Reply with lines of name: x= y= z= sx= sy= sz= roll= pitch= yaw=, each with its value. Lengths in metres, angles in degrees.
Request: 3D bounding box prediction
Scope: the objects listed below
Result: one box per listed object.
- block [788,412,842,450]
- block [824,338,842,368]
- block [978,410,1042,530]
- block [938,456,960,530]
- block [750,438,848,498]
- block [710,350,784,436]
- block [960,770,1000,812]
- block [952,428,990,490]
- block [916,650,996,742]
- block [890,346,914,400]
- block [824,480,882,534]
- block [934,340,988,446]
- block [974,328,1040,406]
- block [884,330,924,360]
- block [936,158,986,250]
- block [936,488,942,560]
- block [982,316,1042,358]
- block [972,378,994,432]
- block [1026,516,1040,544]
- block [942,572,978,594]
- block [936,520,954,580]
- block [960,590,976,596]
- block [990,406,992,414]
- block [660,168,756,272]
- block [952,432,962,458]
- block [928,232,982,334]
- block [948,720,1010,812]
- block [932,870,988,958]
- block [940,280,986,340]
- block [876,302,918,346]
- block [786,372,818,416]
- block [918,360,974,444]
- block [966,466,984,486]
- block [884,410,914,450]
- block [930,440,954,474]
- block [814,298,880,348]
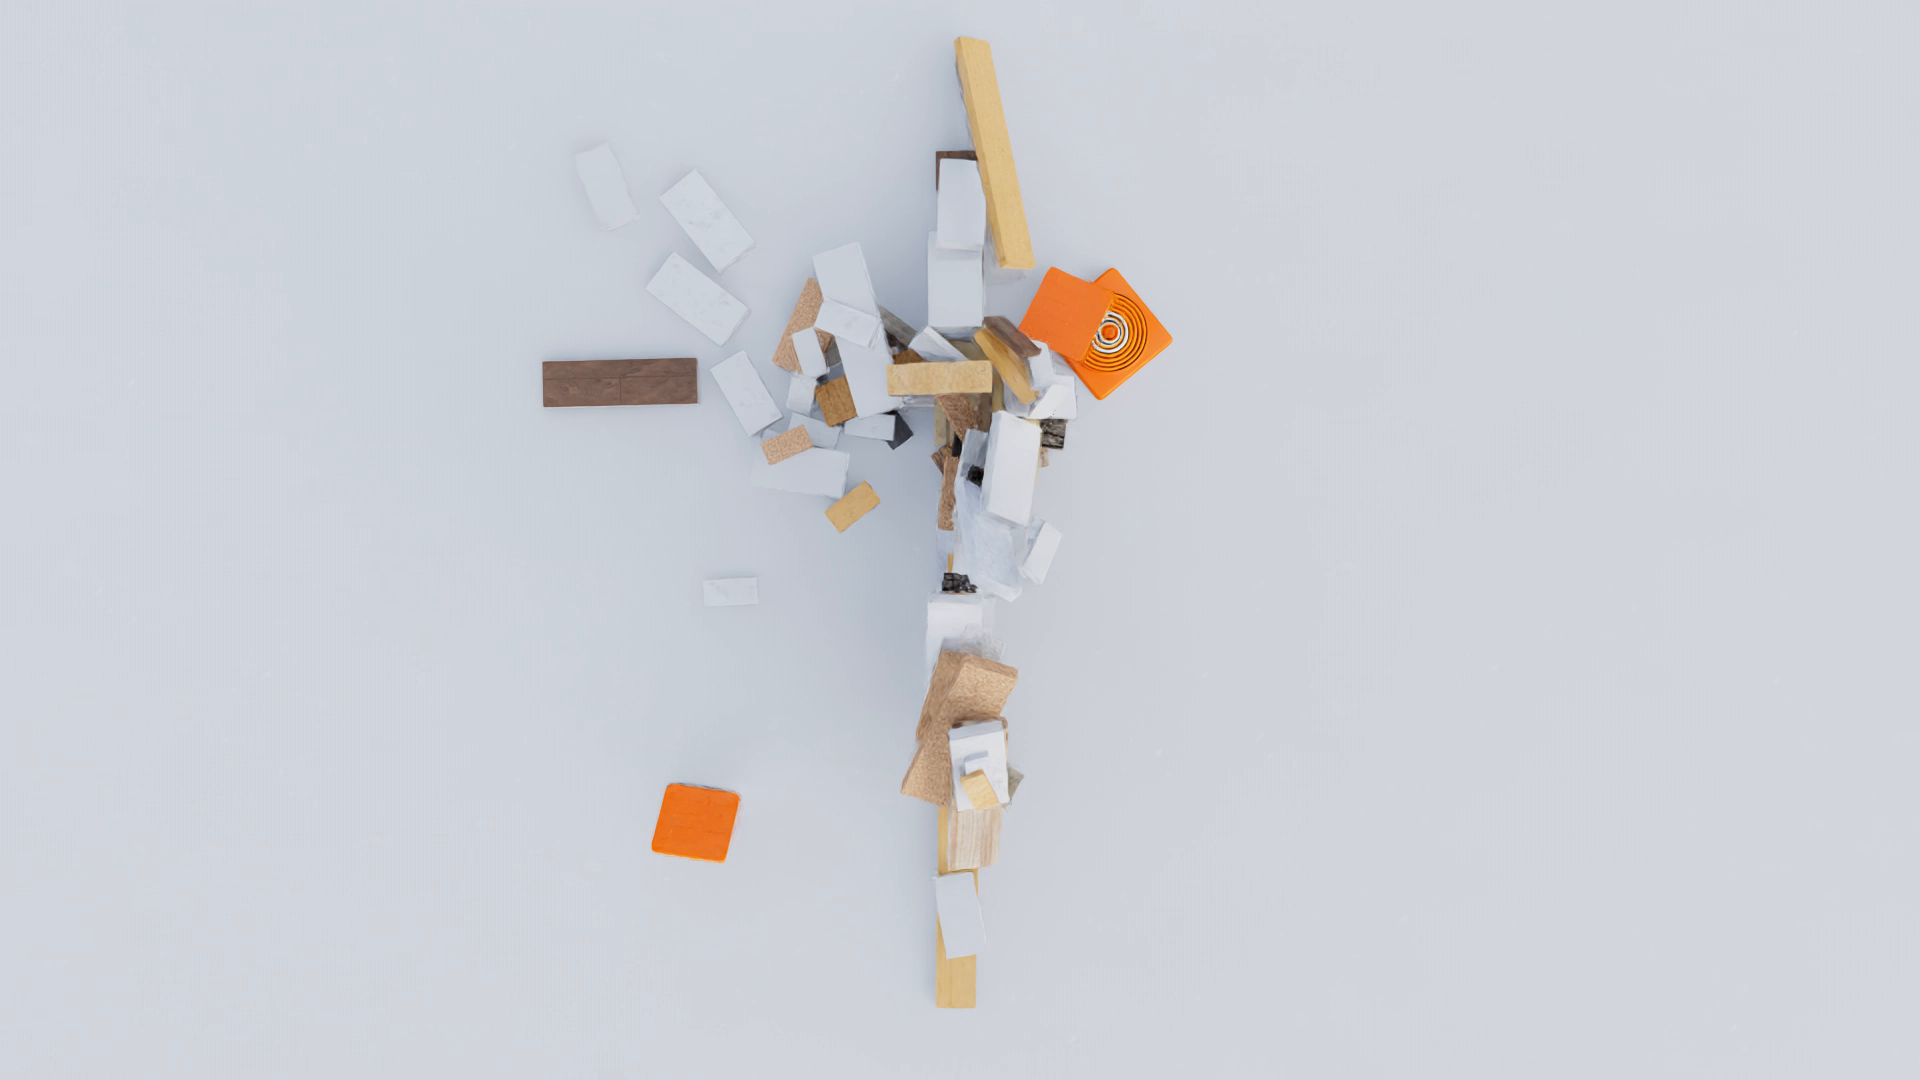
block: x=-0.487 y=-0.359 z=5.488 sx=0.167 sy=0.024 sz=0.083 roll=18 pitch=90 yaw=0
block: x=-0.449 y=-0.684 z=5.484 sx=0.107 sy=0.030 sz=0.214 roll=-23 pitch=90 yaw=1
block: x=0.159 y=-0.221 z=5.225 sx=0.170 sy=0.048 sz=0.339 roll=22 pitch=68 yaw=-36
block: x=0.000 y=-0.146 z=5.369 sx=0.118 sy=0.033 sz=0.236 roll=7 pitch=86 yaw=-13
block: x=-0.531 y=-0.236 z=5.455 sx=0.303 sy=0.043 sz=0.152 roll=9 pitch=90 yaw=0
block: x=-0.709 y=-0.487 z=5.482 sx=0.129 sy=0.036 sz=0.257 roll=-30 pitch=90 yaw=0
block: x=0.058 y=0.747 z=4.918 sx=0.075 sy=0.021 sz=0.149 roll=-22 pitch=131 yaw=5
block: x=0.049 y=-0.252 z=5.319 sx=0.100 sy=0.028 sz=0.201 roll=9 pitch=99 yaw=-27
block: x=-0.014 y=0.486 z=4.976 sx=0.167 sy=0.047 sz=0.335 roll=13 pitch=126 yaw=-6
block: x=-0.221 y=-0.541 z=5.437 sx=0.089 sy=0.025 sz=0.178 roll=-16 pitch=98 yaw=12
block: x=-0.356 y=-0.110 z=5.488 sx=0.176 sy=0.025 sz=0.088 roll=-38 pitch=90 yaw=0
block: x=0.004 y=-0.484 z=5.431 sx=0.173 sy=0.049 sz=0.346 roll=1 pitch=105 yaw=-1
block: x=0.174 y=-0.566 z=5.261 sx=0.275 sy=0.137 sz=0.039 roll=55 pitch=134 yaw=8
block: x=-0.222 y=-0.606 z=5.454 sx=0.214 sy=0.030 sz=0.107 roll=38 pitch=103 yaw=1
block: x=0.007 y=-1.093 z=5.371 sx=0.153 sy=0.043 sz=0.307 roll=3 pitch=71 yaw=1
block: x=-0.015 y=-0.053 z=5.446 sx=0.118 sy=0.033 sz=0.236 roll=-1 pitch=105 yaw=-2
block: x=0.163 y=-0.642 z=5.207 sx=0.186 sy=0.093 sz=0.026 roll=44 pitch=120 yaw=24
block: x=0.096 y=-0.395 z=5.376 sx=0.100 sy=0.028 sz=0.259 roll=7 pitch=84 yaw=-27
block: x=0.237 y=-0.030 z=5.323 sx=0.021 sy=0.149 sz=0.075 roll=16 pitch=84 yaw=2
block: x=-0.008 y=0.210 z=5.061 sx=0.106 sy=0.030 sz=0.212 roll=6 pitch=88 yaw=0
block: x=-0.010 y=0.048 z=5.439 sx=0.118 sy=0.033 sz=0.236 roll=-5 pitch=106 yaw=-1
block: x=0.009 y=0.214 z=4.935 sx=0.060 sy=0.017 sz=0.120 roll=22 pitch=105 yaw=-4
block: x=0.166 y=-0.489 z=5.385 sx=0.100 sy=0.028 sz=0.201 roll=27 pitch=71 yaw=-35
block: x=-0.839 y=-1.059 z=5.478 sx=0.156 sy=0.044 sz=0.311 roll=-39 pitch=90 yaw=0
block: x=0.021 y=-0.271 z=5.411 sx=0.092 sy=0.026 sz=0.184 roll=7 pitch=86 yaw=-13
block: x=-0.016 y=-0.834 z=5.330 sx=0.173 sy=0.049 sz=0.346 roll=0 pitch=70 yaw=0
block: x=0.057 y=0.677 z=4.932 sx=0.160 sy=0.045 sz=0.320 roll=-10 pitch=131 yaw=-5
block: x=-0.001 y=1.234 z=5.443 sx=0.134 sy=0.038 sz=0.268 roll=-11 pitch=90 yaw=-1
block: x=-0.007 y=-0.679 z=5.430 sx=0.173 sy=0.049 sz=0.346 roll=1 pitch=105 yaw=-1
block: x=-0.259 y=-0.711 z=5.485 sx=0.214 sy=0.030 sz=0.107 roll=36 pitch=90 yaw=0
block: x=-0.521 y=-0.480 z=5.431 sx=0.078 sy=0.157 sz=0.022 roll=19 pitch=52 yaw=0
block: x=-0.013 y=-0.438 z=5.369 sx=0.089 sy=0.025 sz=0.362 roll=-34 pitch=99 yaw=-22
block: x=0.046 y=-0.162 z=5.287 sx=0.072 sy=0.020 sz=0.143 roll=16 pitch=96 yaw=-32
block: x=-0.240 y=-0.395 z=5.487 sx=0.089 sy=0.025 sz=0.178 roll=-36 pitch=90 yaw=0
block: x=-0.009 y=-0.231 z=5.456 sx=0.092 sy=0.026 sz=0.185 roll=-33 pitch=104 yaw=7
block: x=-0.364 y=-0.701 z=5.329 sx=0.199 sy=0.028 sz=0.099 roll=23 pitch=96 yaw=16
